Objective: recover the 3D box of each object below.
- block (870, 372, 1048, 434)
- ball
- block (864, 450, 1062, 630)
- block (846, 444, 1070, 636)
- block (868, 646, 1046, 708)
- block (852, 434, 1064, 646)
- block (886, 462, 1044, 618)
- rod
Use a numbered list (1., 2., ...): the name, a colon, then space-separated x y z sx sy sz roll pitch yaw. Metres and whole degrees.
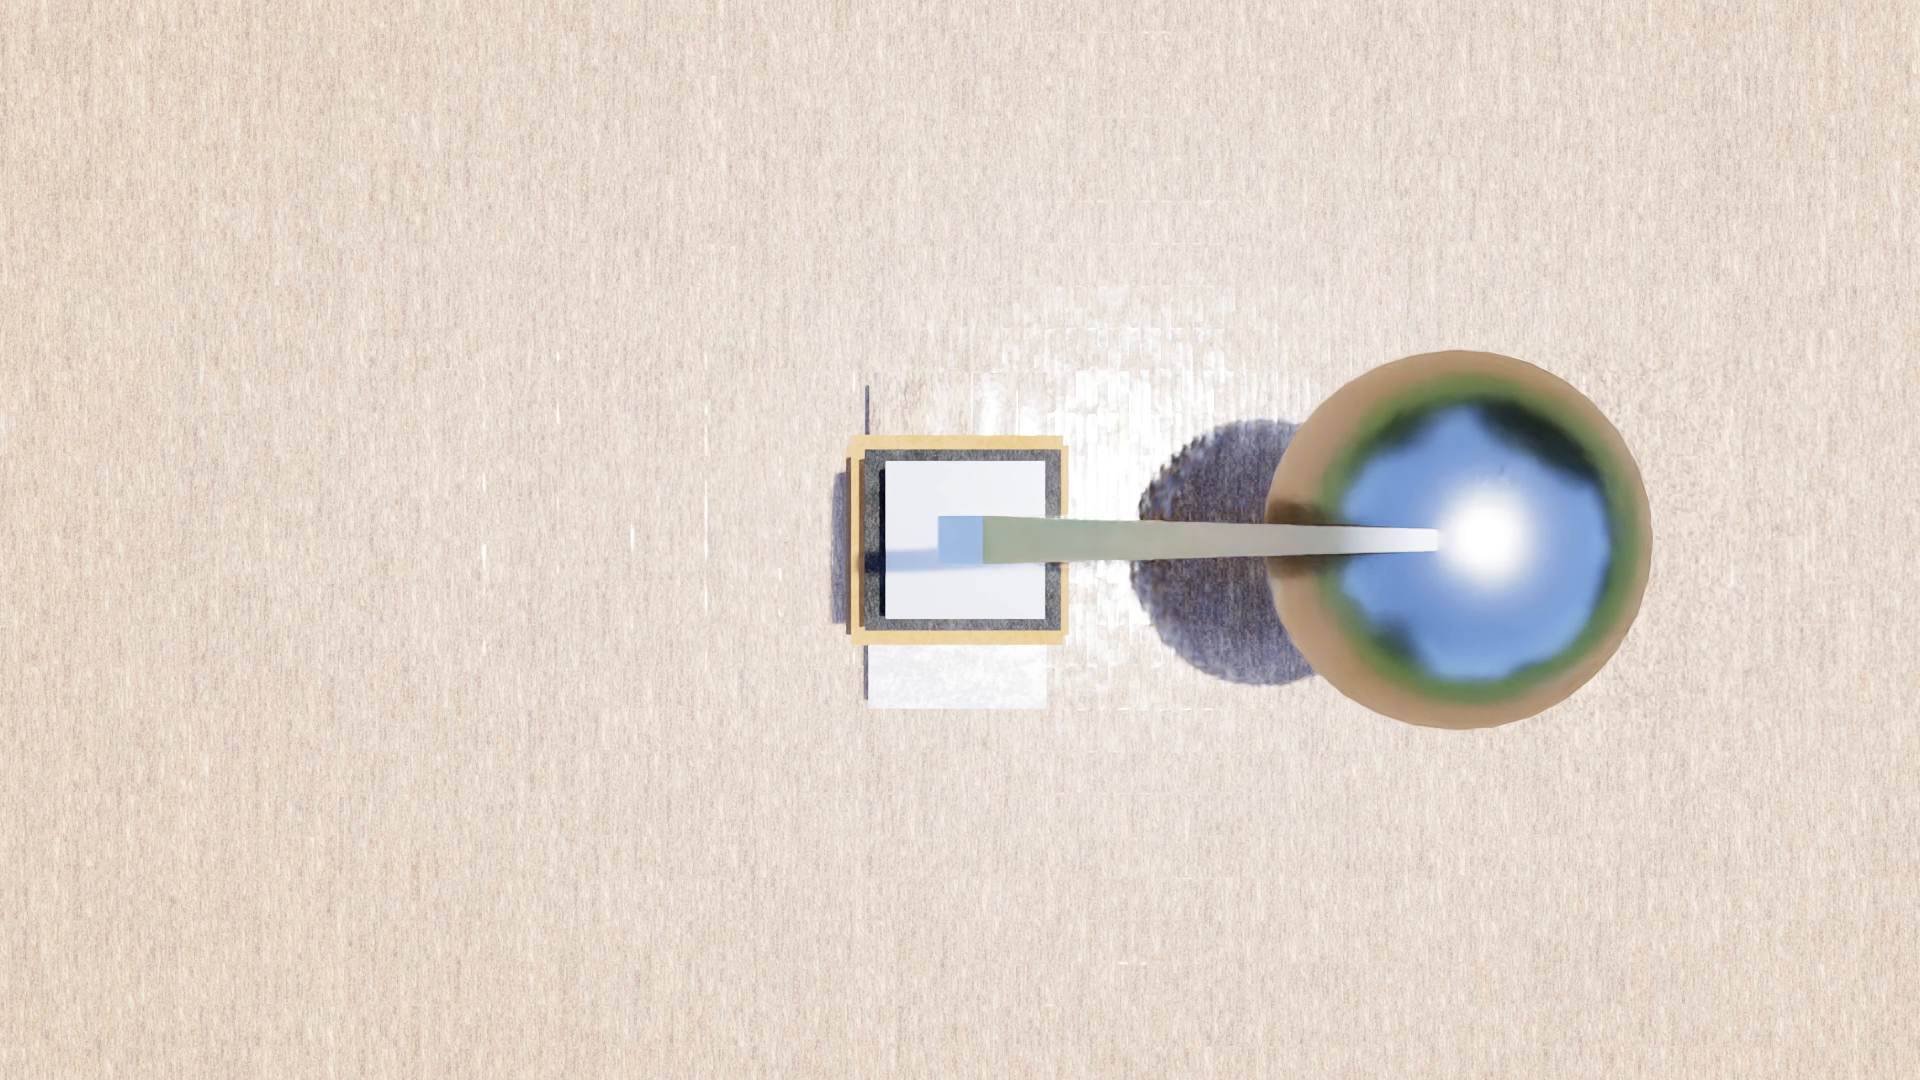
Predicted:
1. block: -0.007 -0.492 12.586 0.986 0.827 0.870 0 90 0
2. ball: 2.074 0.000 9.237 1.600 1.600 1.600 0 90 0
3. block: 0.011 0.000 8.248 0.707 0.686 0.653 0 90 0
4. block: -0.012 0.000 10.736 1.041 0.968 0.888 0 90 0
5. block: -0.013 0.440 12.550 0.979 0.900 0.975 0 90 0
6. block: -0.010 0.000 9.027 0.828 0.872 0.821 0 90 0
7. block: 0.018 0.000 7.625 0.531 0.559 0.526 0 90 0
8. rod: 0.899 0.000 6.047 0.080 5.200 0.080 0 90 20
